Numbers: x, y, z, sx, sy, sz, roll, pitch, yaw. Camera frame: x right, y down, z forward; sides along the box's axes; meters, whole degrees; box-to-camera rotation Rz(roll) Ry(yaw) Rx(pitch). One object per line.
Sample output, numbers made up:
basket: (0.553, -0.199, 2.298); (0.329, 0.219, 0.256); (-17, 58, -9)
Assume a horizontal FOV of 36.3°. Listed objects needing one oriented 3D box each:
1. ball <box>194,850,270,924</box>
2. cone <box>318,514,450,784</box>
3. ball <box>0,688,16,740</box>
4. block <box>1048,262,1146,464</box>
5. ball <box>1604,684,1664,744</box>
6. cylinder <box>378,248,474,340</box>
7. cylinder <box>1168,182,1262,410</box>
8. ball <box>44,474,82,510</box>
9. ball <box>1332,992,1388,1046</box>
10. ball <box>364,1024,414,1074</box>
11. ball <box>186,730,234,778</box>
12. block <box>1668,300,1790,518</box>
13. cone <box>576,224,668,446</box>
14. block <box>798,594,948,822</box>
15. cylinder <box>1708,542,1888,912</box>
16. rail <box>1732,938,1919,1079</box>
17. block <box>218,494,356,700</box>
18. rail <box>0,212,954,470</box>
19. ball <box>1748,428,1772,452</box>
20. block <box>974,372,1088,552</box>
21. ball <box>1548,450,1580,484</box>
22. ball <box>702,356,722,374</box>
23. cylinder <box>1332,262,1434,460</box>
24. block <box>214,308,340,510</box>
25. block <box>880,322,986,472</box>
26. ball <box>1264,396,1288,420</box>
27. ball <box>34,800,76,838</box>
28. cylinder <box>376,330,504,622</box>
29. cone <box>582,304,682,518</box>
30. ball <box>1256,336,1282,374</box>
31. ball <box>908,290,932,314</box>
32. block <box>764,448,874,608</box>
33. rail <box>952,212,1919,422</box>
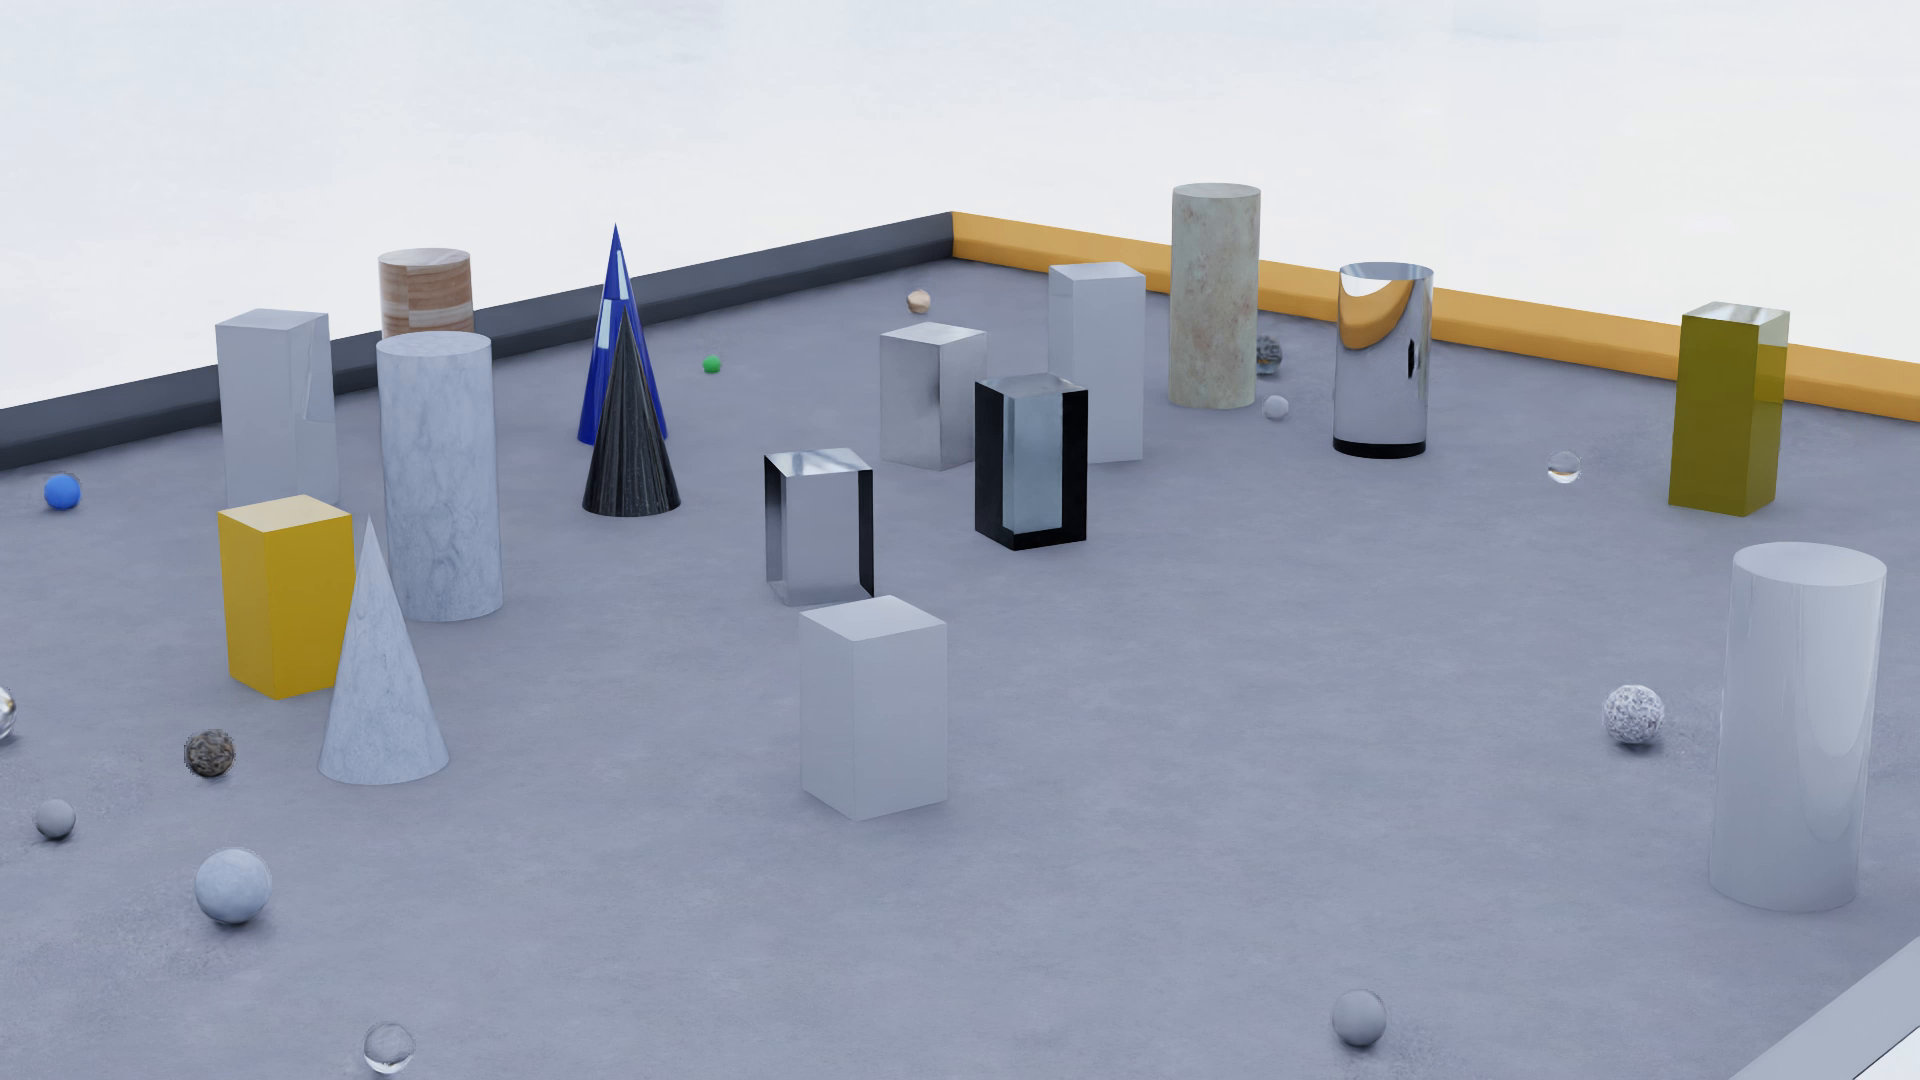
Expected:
ball: (-0.941, 0.448, 3.792); (0.096, 0.096, 0.096); (0, 17, 0)
cone: (-0.856, 0.145, 4.301); (0.192, 0.383, 0.192); (0, 17, 0)
ball: (-1.470, 0.261, 4.421); (0.091, 0.091, 0.091); (0, 17, 0)
block: (0.277, -0.362, 5.983); (0.153, 0.381, 0.153); (-5, 17, -16)
ball: (1.015, 0.263, 4.417); (0.090, 0.090, 0.090); (0, 17, 0)
cylinder: (-1.118, -0.414, 6.173); (0.192, 0.371, 0.192); (0, 17, 0)
cylinder: (0.556, -0.535, 6.411); (0.192, 0.464, 0.192); (0, 17, 0)
ball: (-1.723, -0.092, 5.629); (0.069, 0.069, 0.069); (0, 17, 0)
ball: (0.471, 0.565, 3.461); (0.064, 0.064, 0.064); (0, 17, 0)
ball: (-0.661, 0.589, 3.394); (0.058, 0.058, 0.058); (0, 17, 0)
ball: (-1.096, 0.313, 4.288); (0.068, 0.068, 0.068); (0, 17, 0)
block: (1.477, -0.253, 5.633); (0.153, 0.375, 0.153); (12, 21, 35)
cone: (-0.709, -0.438, 6.103); (0.192, 0.458, 0.192); (0, 17, 0)
block: (-0.124, 0.238, 4.191); (0.153, 0.268, 0.153); (-10, 20, -31)
cylinder: (1.100, 0.244, 3.860); (0.192, 0.447, 0.192); (0, 17, 0)
rail: (1.479, 0.402, 3.891); (0.045, 0.125, 4.501); (14, 22, 39)
block: (-1.067, 0.089, 4.671); (0.153, 0.276, 0.153); (-14, 22, -38)
rail: (-1.479, -0.340, 6.350); (0.045, 0.125, 4.501); (14, 22, 39)
ball: (1.646, -0.205, 6.034); (0.050, 0.050, 0.050); (0, 17, 0)
block: (0.131, -0.147, 5.431); (0.153, 0.287, 0.153); (-9, 19, -26)
ball: (1.197, -0.144, 5.808); (0.065, 0.065, 0.065); (0, 17, 0)
ball: (-0.566, -0.399, 6.693); (0.042, 0.042, 0.042); (0, 17, 0)
cylinder: (0.869, -0.371, 6.028); (0.192, 0.371, 0.192); (0, 17, 0)
block: (-1.301, -0.241, 5.599); (0.153, 0.371, 0.153); (5, 18, 17)
block: (-0.054, -0.293, 5.959); (0.153, 0.262, 0.153); (13, 21, 36)
ball: (0.678, -0.284, 6.290); (0.053, 0.053, 0.053); (0, 17, 0)
ball: (-1.255, 0.387, 4.067); (0.054, 0.054, 0.054); (0, 17, 0)
cylinder: (-0.887, -0.110, 5.009); (0.192, 0.462, 0.192); (0, 17, 0)
cone: (-0.636, -0.260, 5.621); (0.192, 0.396, 0.192); (0, 17, 0)
ball: (0.692, -0.422, 6.688); (0.088, 0.088, 0.088); (0, 17, 0)
ball: (-0.102, -0.592, 7.301); (0.060, 0.060, 0.060); (0, 17, 0)
block: (-0.246, -0.024, 5.117); (0.153, 0.234, 0.153); (-5, 18, -17)
rail: (1.460, -0.455, 6.730); (3.965, 0.125, 0.045); (14, 22, 39)
